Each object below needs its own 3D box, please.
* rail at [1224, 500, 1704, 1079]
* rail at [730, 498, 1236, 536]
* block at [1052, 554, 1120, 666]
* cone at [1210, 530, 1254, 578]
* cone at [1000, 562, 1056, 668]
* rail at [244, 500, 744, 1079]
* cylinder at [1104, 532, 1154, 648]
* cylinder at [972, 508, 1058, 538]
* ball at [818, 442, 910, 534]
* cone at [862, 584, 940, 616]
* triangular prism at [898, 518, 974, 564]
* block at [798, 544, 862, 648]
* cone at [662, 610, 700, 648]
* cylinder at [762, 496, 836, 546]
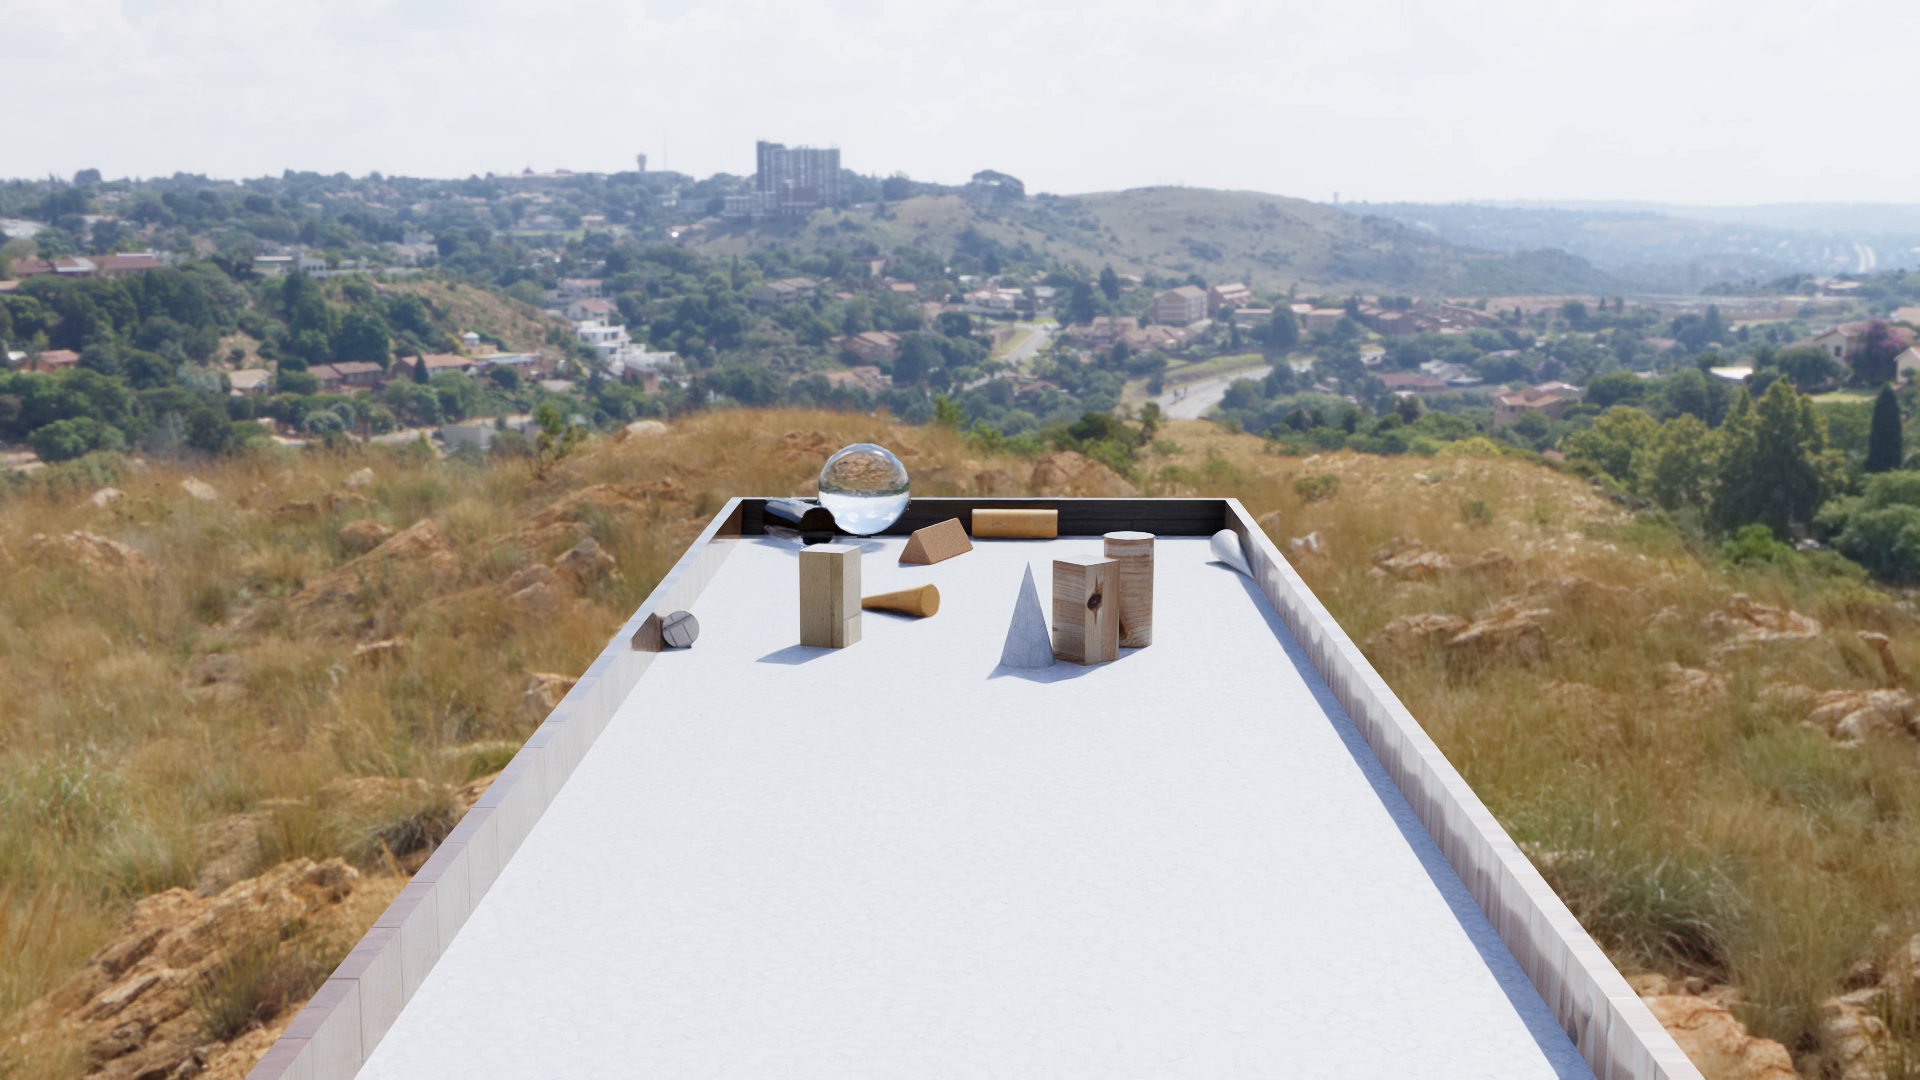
[{"bbox_3d":[1.046,0.843,3.208,0.050,0.150,12.000,0,9,1],"label":"rail"},{"bbox_3d":[0.099,-0.098,9.147,2.100,0.150,0.050,0,9,1],"label":"rail"},{"bbox_3d":[0.382,0.212,6.690,0.144,0.307,0.144,-8,12,-41],"label":"block"},{"bbox_3d":[1.055,0.083,8.294,0.123,0.123,0.439,-1,17,-8],"label":"cone"},{"bbox_3d":[0.205,0.215,6.638,0.172,0.317,0.172,0,9,0],"label":"cone"},{"bbox_3d":[-1.004,0.839,3.234,0.050,0.150,12.000,0,9,1],"label":"rail"},{"bbox_3d":[0.530,0.156,6.923,0.158,0.345,0.158,0,9,0],"label":"cylinder"},{"bbox_3d":[0.226,-0.068,9.057,0.349,0.118,0.118,1,9,3],"label":"cylinder"},{"bbox_3d":[-0.390,-0.207,8.919,0.373,0.373,0.373,0,9,0],"label":"ball"},{"bbox_3d":[-0.275,0.212,7.500,0.427,0.109,0.109,-3,6,34],"label":"cone"},{"bbox_3d":[-0.093,0.000,8.599,0.141,0.122,0.392,4,10,24],"label":"triangular prism"},{"bbox_3d":[-0.408,0.176,6.934,0.149,0.303,0.149,3,10,19],"label":"block"},{"bbox_3d":[-0.900,0.276,7.087,0.116,0.116,0.411,-1,1,-7],"label":"cone"},{"bbox_3d":[-0.655,-0.073,8.930,0.168,0.168,0.339,-5,10,-30],"label":"cylinder"}]
